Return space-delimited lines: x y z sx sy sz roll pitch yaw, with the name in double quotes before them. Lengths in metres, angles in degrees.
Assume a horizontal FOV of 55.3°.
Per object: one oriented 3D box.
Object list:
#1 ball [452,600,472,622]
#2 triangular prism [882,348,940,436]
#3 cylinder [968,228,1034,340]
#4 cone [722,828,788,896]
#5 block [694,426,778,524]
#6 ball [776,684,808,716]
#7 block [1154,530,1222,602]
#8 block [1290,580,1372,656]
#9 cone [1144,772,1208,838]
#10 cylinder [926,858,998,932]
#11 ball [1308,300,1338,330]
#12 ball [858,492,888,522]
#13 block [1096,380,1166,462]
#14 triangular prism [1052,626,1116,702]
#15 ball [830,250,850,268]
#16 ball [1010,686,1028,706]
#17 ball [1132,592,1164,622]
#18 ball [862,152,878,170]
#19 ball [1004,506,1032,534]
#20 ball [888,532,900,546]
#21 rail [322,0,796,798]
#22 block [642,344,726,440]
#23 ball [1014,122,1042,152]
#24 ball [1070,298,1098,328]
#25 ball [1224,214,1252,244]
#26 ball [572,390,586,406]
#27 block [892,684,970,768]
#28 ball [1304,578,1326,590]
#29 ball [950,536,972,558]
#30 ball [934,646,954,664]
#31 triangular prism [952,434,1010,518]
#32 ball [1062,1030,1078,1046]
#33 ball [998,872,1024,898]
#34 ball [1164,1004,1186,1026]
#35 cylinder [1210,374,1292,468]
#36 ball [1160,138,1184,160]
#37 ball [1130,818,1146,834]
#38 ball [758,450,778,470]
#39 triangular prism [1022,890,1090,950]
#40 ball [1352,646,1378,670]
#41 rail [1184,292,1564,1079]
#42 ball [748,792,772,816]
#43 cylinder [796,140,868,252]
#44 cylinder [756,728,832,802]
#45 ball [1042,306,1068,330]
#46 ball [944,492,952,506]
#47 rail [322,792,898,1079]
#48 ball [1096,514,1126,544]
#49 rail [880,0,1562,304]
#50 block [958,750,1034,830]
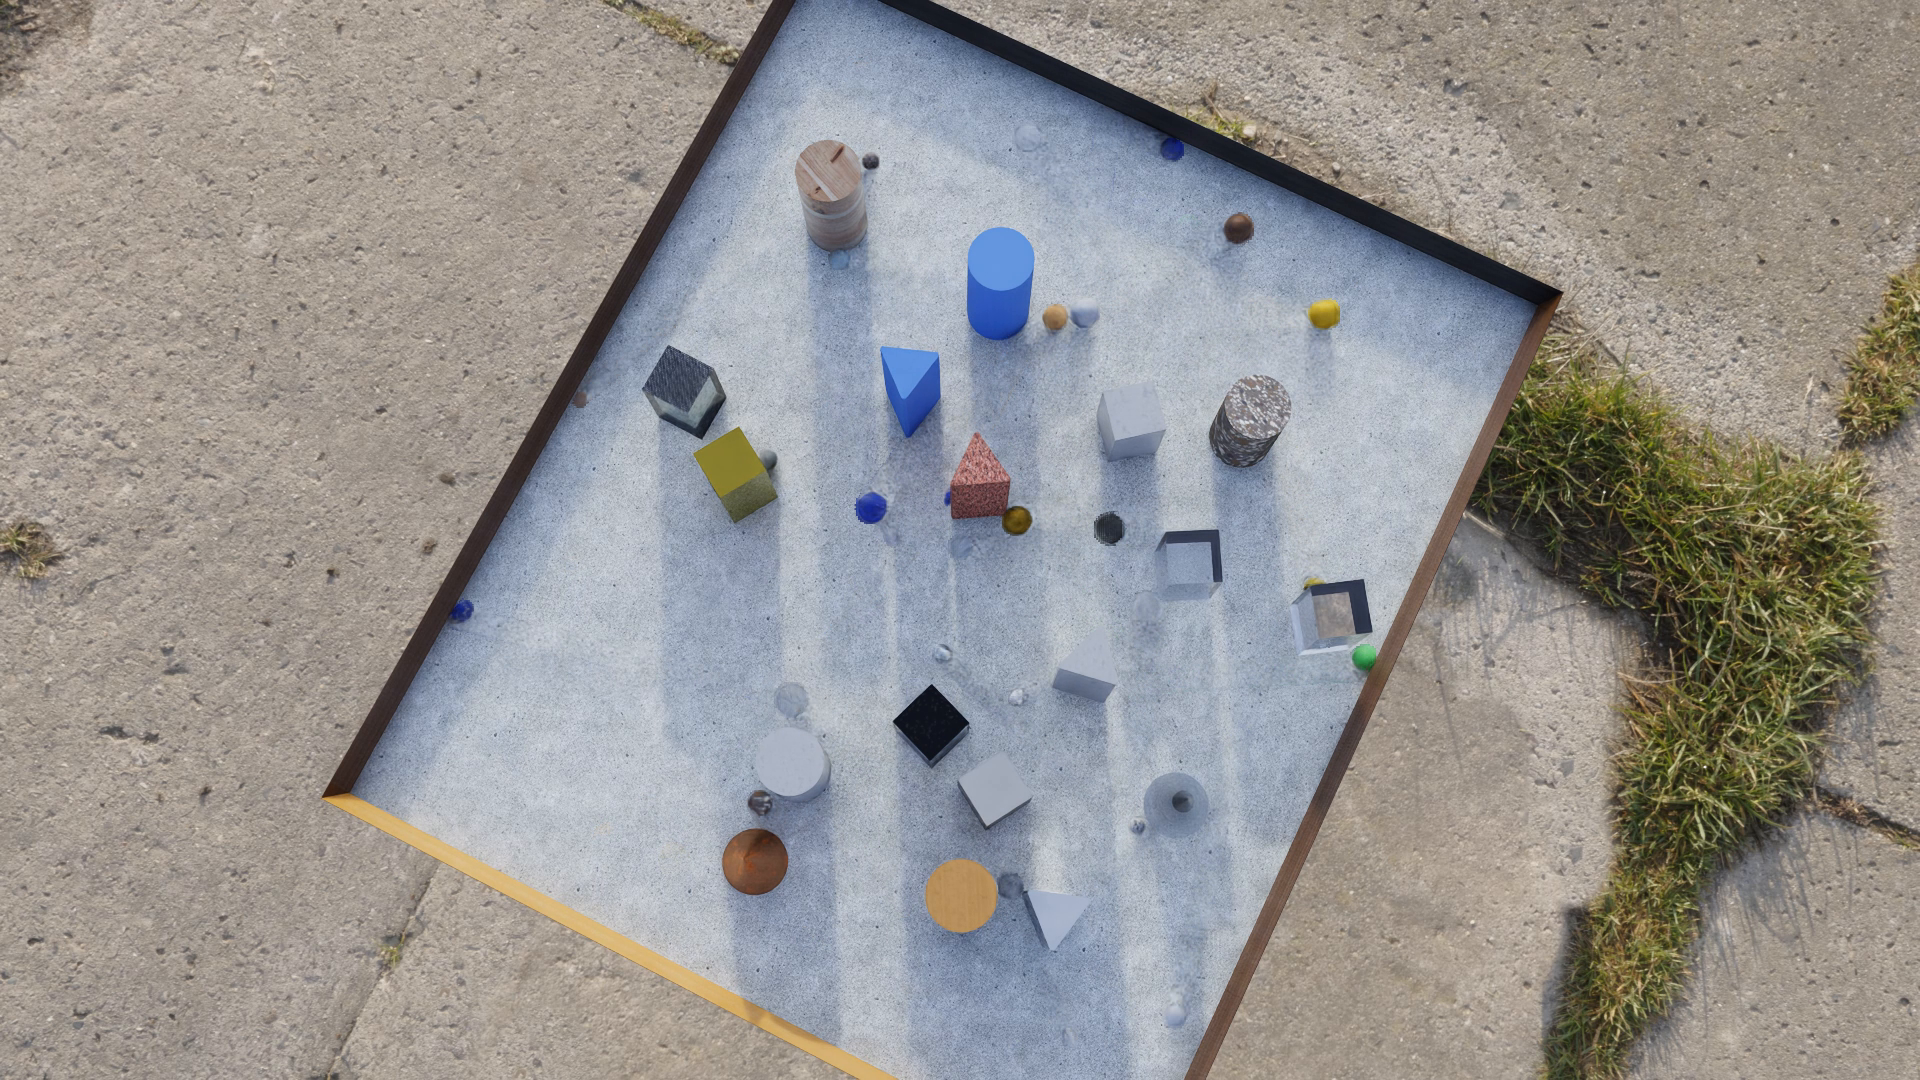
"ball" -1.506 0.215 5.540 0.062 0.062 0.062 0 78 0
"triangular prism" -0.170 -0.469 5.492 0.146 0.435 0.169 36 81 7
"cylinder" 0.119 -0.769 5.540 0.195 0.462 0.195 0 78 0
"cone" -0.606 0.921 5.272 0.195 0.303 0.195 0 78 0
"block" -0.668 -0.191 5.478 0.156 0.349 0.156 -31 80 -6
"ball" -0.500 0.477 5.468 0.097 0.097 0.097 0 78 0
"block" 0.678 0.078 5.450 0.156 0.294 0.156 -3 78 -1
"block" 1.088 0.231 5.395 0.156 0.339 0.156 -7 78 -1
"cone" 0.643 0.760 5.310 0.195 0.293 0.195 0 78 0
"cylinder" 0.003 1.005 5.164 0.195 0.478 0.195 0 78 0
"ball" 1.134 -0.704 5.715 0.093 0.093 0.093 0 78 0
"ball" -0.267 -0.100 5.590 0.092 0.092 0.092 0 78 0
"block" 0.517 -0.358 5.555 0.156 0.265 0.156 -12 79 -3
"triangular prism" 0.376 0.351 5.320 0.169 0.438 0.146 16 79 3
"ball" -0.376 -0.885 5.769 0.060 0.060 0.060 0 78 0
"ball" 0.175 0.468 5.492 0.055 0.055 0.055 0 78 0
"ball" 0.567 0.204 5.528 0.091 0.091 0.091 0 78 0
"ball" -0.286 -1.206 5.839 0.054 0.054 0.054 0 78 0
"ball" 0.176 -0.061 5.585 0.087 0.087 0.087 0 78 0
"ball" -0.202 -0.005 5.597 0.040 0.040 0.040 0 78 0
"rail" -1.158 -0.560 5.667 0.045 0.127 3.050 26 80 5
"block" -0.832 -0.444 5.553 0.156 0.305 0.156 28 80 5
"ball" 0.216 -1.282 5.835 0.091 0.091 0.091 0 78 0
"ball" 0.387 -0.707 5.717 0.090 0.090 0.090 0 78 0
"ball" 0.875 -0.979 5.773 0.091 0.091 0.091 0 78 0
"ball" -1.180 -0.440 5.685 0.044 0.044 0.044 0 78 0
"block" -0.083 0.547 5.359 0.156 0.283 0.156 -43 82 -8
"ball" 1.076 0.148 5.550 0.071 0.071 0.071 0 78 0
"ball" 0.003 0.022 5.578 0.067 0.067 0.067 0 78 0
"ball" -0.049 0.346 5.516 0.056 0.056 0.056 0 78 0
"triangular prism" 0.053 -0.190 5.429 0.169 0.444 0.146 -5 78 -1
"ball" 0.316 1.439 5.296 0.045 0.045 0.045 0 78 0
"ball" 0.149 1.013 5.369 0.074 0.074 0.074 0 78 0
"ball" 0.622 1.376 5.300 0.062 0.062 0.062 0 78 0
"cylinder" 0.869 -0.354 5.513 0.195 0.347 0.195 0 78 0
"ball" 0.675 -1.247 5.838 0.072 0.072 0.072 0 78 0
"ball" 0.526 0.846 5.418 0.047 0.047 0.047 0 78 0
"ball" -0.592 -0.244 5.636 0.062 0.062 0.062 0 78 0
"triangular prism" 0.241 1.036 5.155 0.146 0.483 0.169 38 81 7
"ball" 1.216 0.356 5.506 0.073 0.073 0.073 0 78 0
"rail" 1.158 0.574 5.432 0.045 0.127 3.050 26 80 5
"ball" -0.590 0.778 5.420 0.070 0.070 0.070 0 78 0
"cylinder" -0.390 -1.048 5.618 0.195 0.421 0.195 0 78 0
"cylinder" -0.481 0.657 5.330 0.195 0.295 0.195 0 78 0
"ball" 0.297 -0.694 5.721 0.077 0.077 0.077 0 78 0
"ball" -0.027 -0.128 5.621 0.044 0.044 0.044 0 78 0
"rail" -0.671 1.322 5.277 2.637 0.127 0.045 26 80 5
"ball" 0.458 -0.034 5.577 0.091 0.091 0.091 0 78 0
"rail" 0.671 -1.308 5.822 2.637 0.127 0.045 26 80 5
"block" 0.100 0.729 5.319 0.156 0.288 0.156 -32 80 -6
